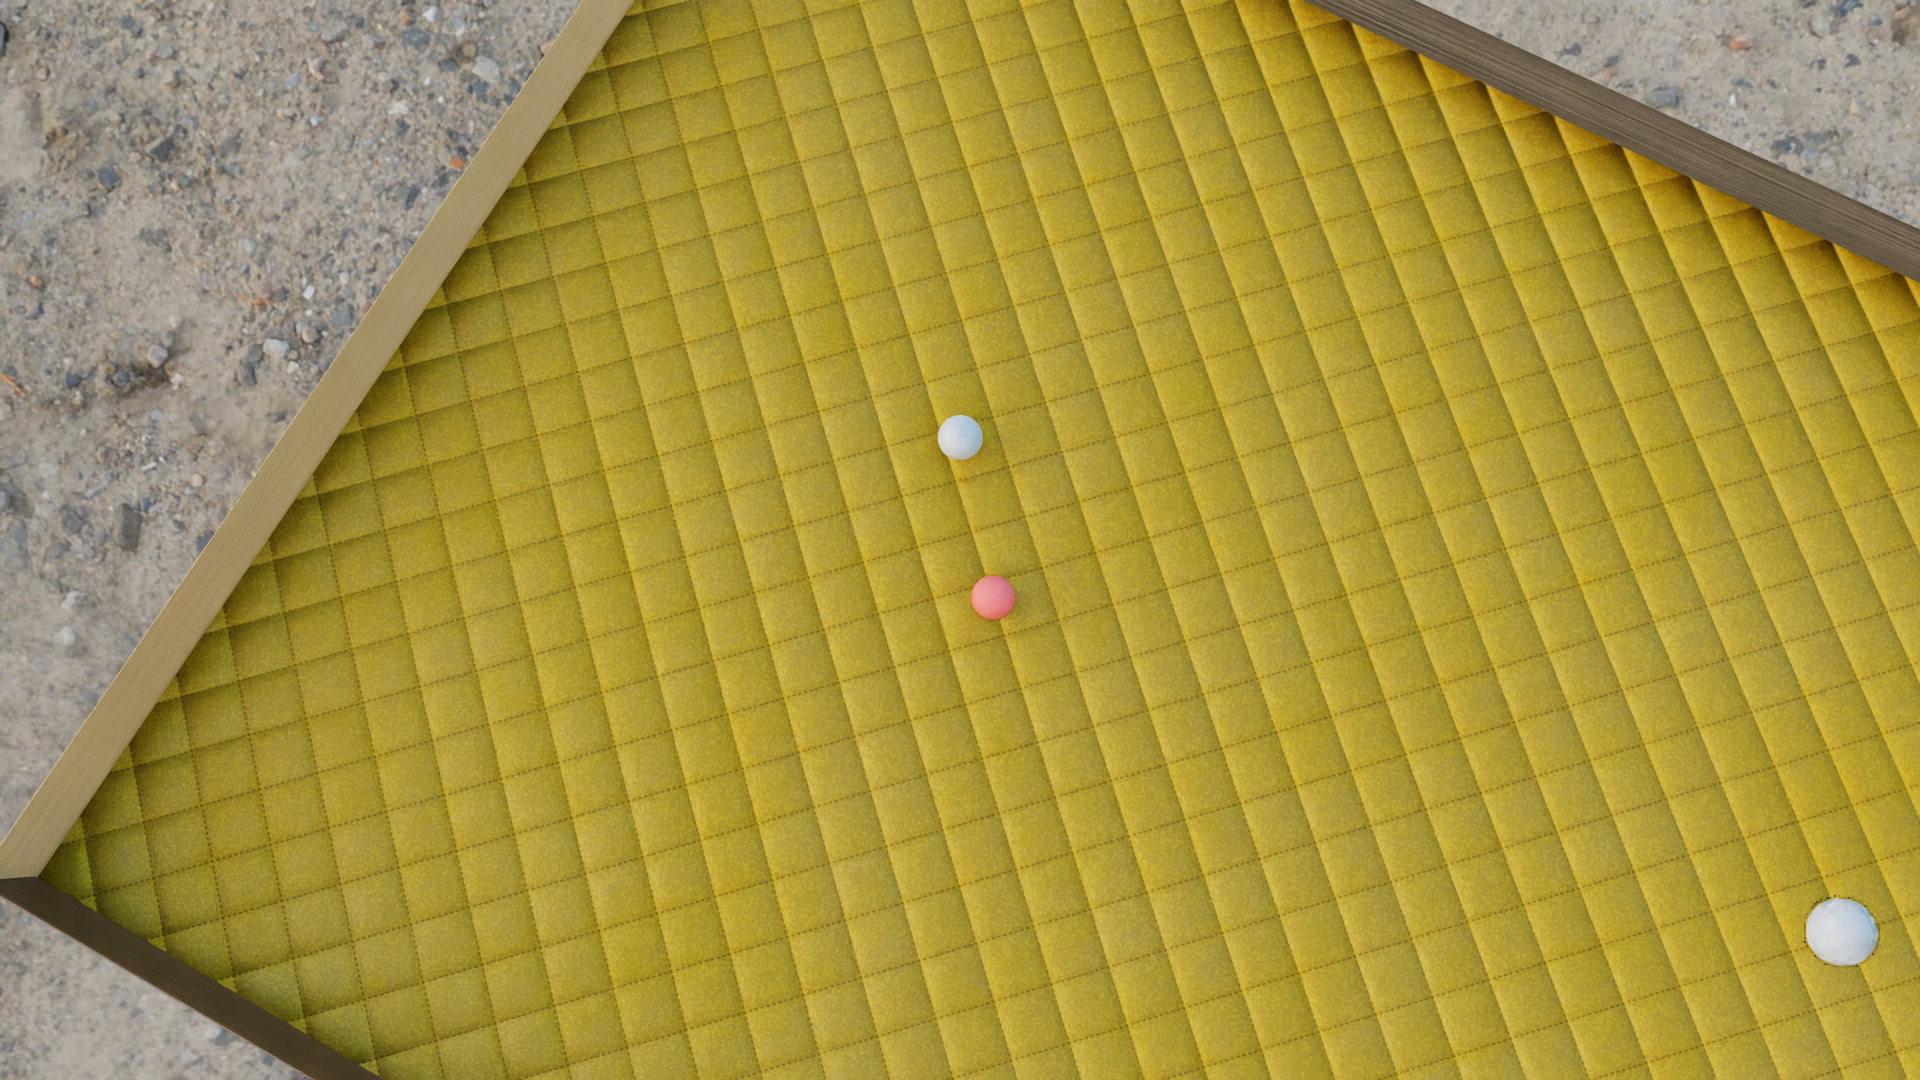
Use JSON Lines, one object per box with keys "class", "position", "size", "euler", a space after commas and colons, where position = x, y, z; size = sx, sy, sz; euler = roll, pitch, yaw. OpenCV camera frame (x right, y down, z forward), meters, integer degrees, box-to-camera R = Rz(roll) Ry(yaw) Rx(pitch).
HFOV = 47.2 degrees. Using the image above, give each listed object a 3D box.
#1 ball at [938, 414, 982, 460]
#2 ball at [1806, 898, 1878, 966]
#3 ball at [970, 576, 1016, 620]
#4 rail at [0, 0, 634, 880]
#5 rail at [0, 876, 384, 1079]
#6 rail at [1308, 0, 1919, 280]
{"class": "ball", "position": [0.000, -0.162, 3.471], "size": [0.072, 0.072, 0.072], "euler": [0, 71, 0]}
{"class": "ball", "position": [1.285, 0.572, 3.207], "size": [0.098, 0.098, 0.098], "euler": [0, 71, 0]}
{"class": "ball", "position": [0.051, 0.088, 3.388], "size": [0.069, 0.069, 0.069], "euler": [0, 71, 0]}
{"class": "rail", "position": [-0.841, -0.441, 3.536], "size": [0.045, 0.127, 2.314], "euler": [27, 73, 9]}
{"class": "rail", "position": [0.321, 1.376, 2.916], "size": [3.921, 0.127, 0.045], "euler": [27, 73, 9]}
{"class": "rail", "position": [1.402, -0.510, 3.560], "size": [3.921, 0.127, 0.045], "euler": [27, 73, 9]}
